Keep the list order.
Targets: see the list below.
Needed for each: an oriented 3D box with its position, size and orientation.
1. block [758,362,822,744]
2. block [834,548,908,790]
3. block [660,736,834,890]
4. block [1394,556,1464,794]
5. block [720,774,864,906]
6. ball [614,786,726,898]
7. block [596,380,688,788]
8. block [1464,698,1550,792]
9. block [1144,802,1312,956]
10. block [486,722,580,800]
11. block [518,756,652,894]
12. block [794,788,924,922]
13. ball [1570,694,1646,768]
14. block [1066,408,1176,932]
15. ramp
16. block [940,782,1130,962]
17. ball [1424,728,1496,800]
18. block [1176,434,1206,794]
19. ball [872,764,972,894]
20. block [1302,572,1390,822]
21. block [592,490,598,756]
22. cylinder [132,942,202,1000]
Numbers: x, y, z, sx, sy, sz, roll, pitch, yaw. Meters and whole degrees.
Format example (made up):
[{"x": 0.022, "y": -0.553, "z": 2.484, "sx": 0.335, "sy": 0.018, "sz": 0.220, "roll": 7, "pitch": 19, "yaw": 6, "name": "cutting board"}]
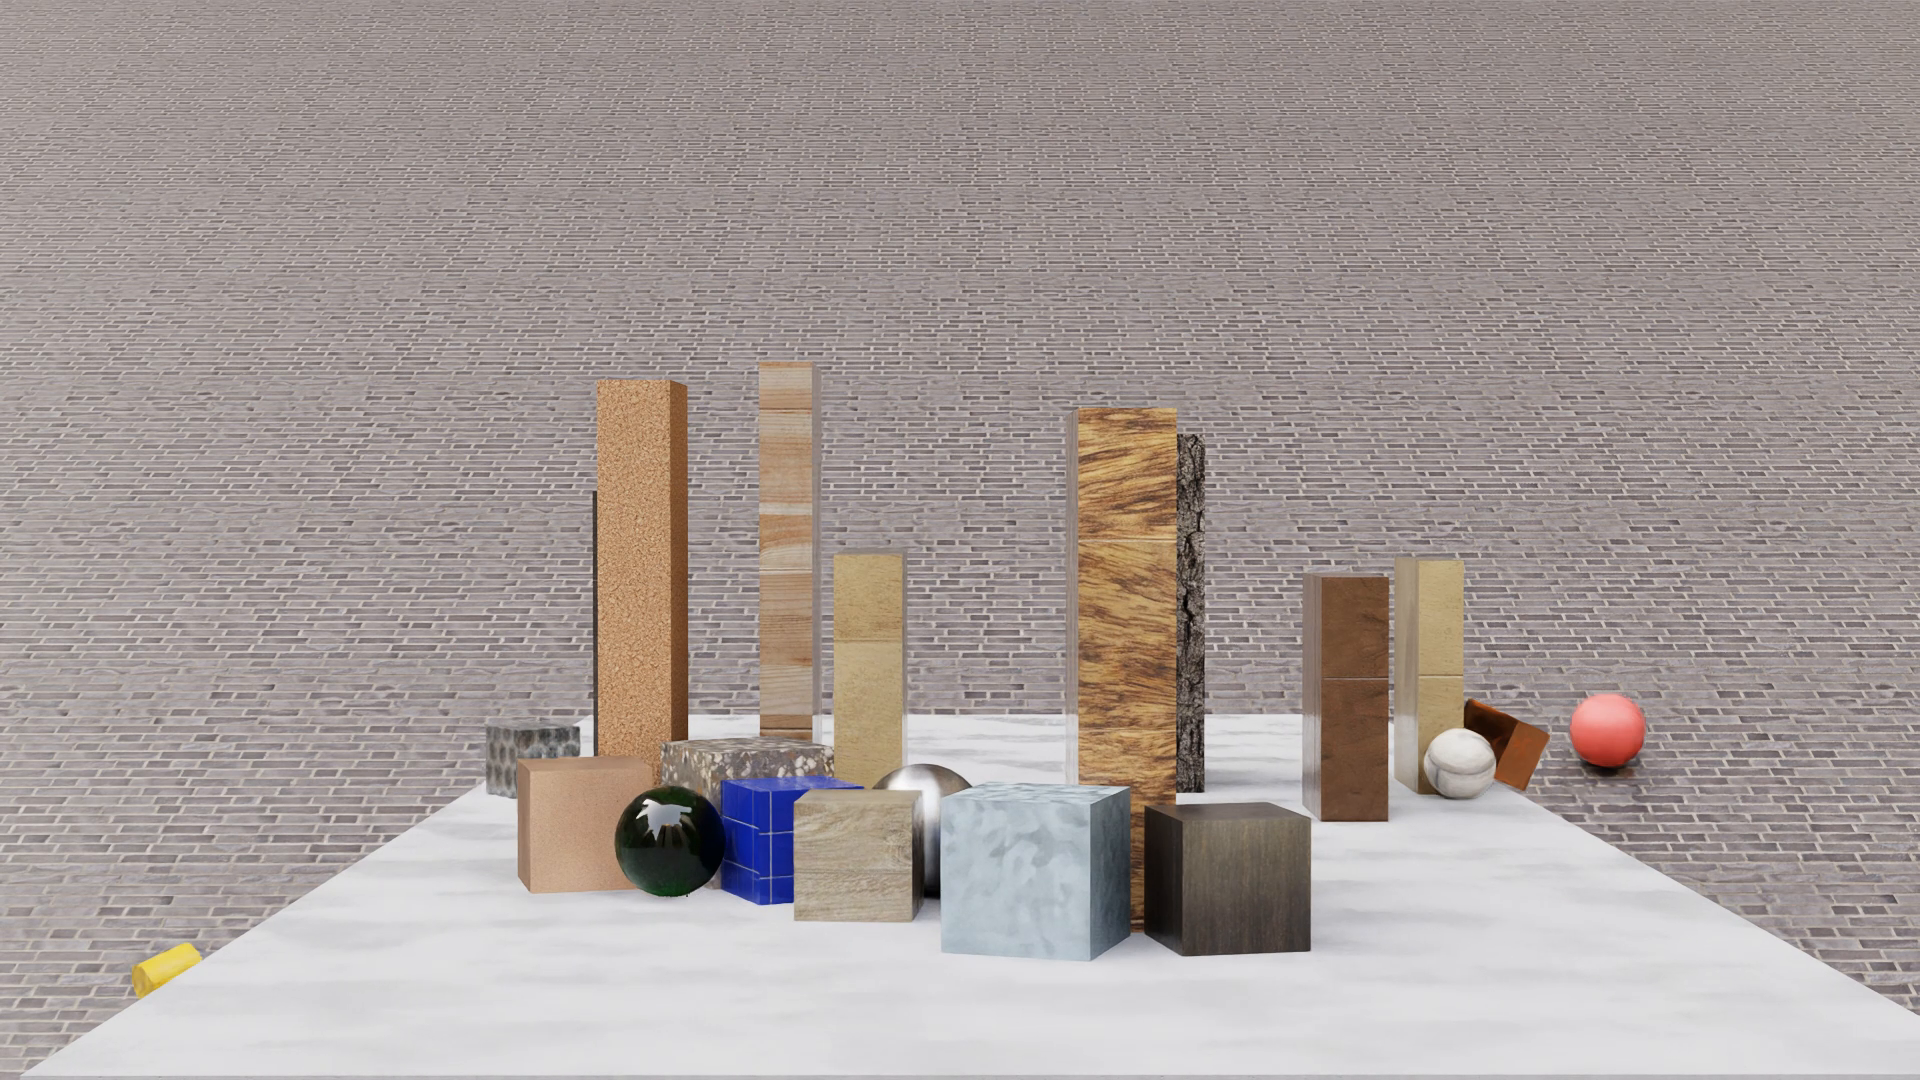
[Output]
[{"x": -0.272, "y": 0.108, "z": 4.173, "sx": 0.083, "sy": 0.780, "sz": 0.282, "roll": 0, "pitch": 1, "yaw": 0, "name": "block"}, {"x": -0.136, "y": 0.260, "z": 3.998, "sx": 0.101, "sy": 0.485, "sz": 0.395, "roll": 0, "pitch": 1, "yaw": 0, "name": "block"}, {"x": -0.320, "y": 0.406, "z": 3.877, "sx": 0.198, "sy": 0.198, "sz": 0.198, "roll": -1, "pitch": 1, "yaw": -28, "name": "block"}, {"x": 0.909, "y": 0.258, "z": 5.016, "sx": 0.084, "sy": 0.443, "sz": 0.273, "roll": 0, "pitch": 1, "yaw": 0, "name": "block"}, {"x": -0.242, "y": 0.429, "z": 3.712, "sx": 0.159, "sy": 0.159, "sz": 0.159, "roll": -1, "pitch": 1, "yaw": -25, "name": "block"}, {"x": -0.414, "y": 0.430, "z": 3.685, "sx": 0.159, "sy": 0.159, "sz": 0.159, "roll": 0, "pitch": 26, "yaw": 0, "name": "ball"}, {"x": -0.495, "y": 0.128, "z": 4.047, "sx": 0.111, "sy": 0.747, "sz": 0.254, "roll": 0, "pitch": 1, "yaw": 0, "name": "block"}, {"x": 1.108, "y": 0.423, "z": 5.327, "sx": 0.130, "sy": 0.130, "sz": 0.130, "roll": 23, "pitch": 1, "yaw": -45, "name": "block"}, {"x": 0.342, "y": 0.433, "z": 3.314, "sx": 0.169, "sy": 0.169, "sz": 0.169, "roll": 0, "pitch": 1, "yaw": -12, "name": "block"}, {"x": -0.810, "y": 0.418, "z": 4.901, "sx": 0.130, "sy": 0.130, "sz": 0.130, "roll": -1, "pitch": 2, "yaw": -37, "name": "block"}, {"x": -0.556, "y": 0.418, "z": 3.817, "sx": 0.176, "sy": 0.176, "sz": 0.176, "roll": 0, "pitch": 1, "yaw": -16, "name": "block"}, {"x": -0.137, "y": 0.432, "z": 3.549, "sx": 0.160, "sy": 0.160, "sz": 0.160, "roll": 0, "pitch": 1, "yaw": 5, "name": "block"}, {"x": 1.631, "y": 0.480, "z": 6.500, "sx": 0.185, "sy": 0.185, "sz": 0.185, "roll": 0, "pitch": 26, "yaw": 0, "name": "ball"}, {"x": 0.219, "y": 0.167, "z": 3.578, "sx": 0.128, "sy": 0.689, "sz": 0.393, "roll": 0, "pitch": 1, "yaw": 0, "name": "block"}, {"x": 0.060, "y": 0.539, "z": 4.575, "sx": 2.000, "sy": 0.100, "sz": 4.000, "roll": 0, "pitch": 1, "yaw": 0, "name": "ramp"}, {"x": 0.099, "y": 0.420, "z": 3.303, "sx": 0.195, "sy": 0.195, "sz": 0.195, "roll": 0, "pitch": 1, "yaw": 19, "name": "block"}, {"x": 0.933, "y": 0.418, "z": 4.815, "sx": 0.132, "sy": 0.132, "sz": 0.132, "roll": 0, "pitch": 26, "yaw": 0, "name": "ball"}, {"x": 0.417, "y": 0.136, "z": 5.103, "sx": 0.096, "sy": 0.683, "sz": 0.399, "roll": 0, "pitch": 1, "yaw": 0, "name": "block"}, {"x": -0.053, "y": 0.415, "z": 3.716, "sx": 0.187, "sy": 0.187, "sz": 0.187, "roll": 0, "pitch": 26, "yaw": 0, "name": "ball"}, {"x": 0.687, "y": 0.275, "z": 4.610, "sx": 0.118, "sy": 0.426, "sz": 0.244, "roll": 0, "pitch": 1, "yaw": 0, "name": "block"}, {"x": -0.694, "y": 0.181, "z": 5.568, "sx": 0.142, "sy": 0.574, "sz": 0.389, "roll": 0, "pitch": 1, "yaw": 0, "name": "block"}, {"x": -1.717, "y": 0.955, "z": 5.611, "sx": 0.120, "sy": 0.120, "sz": 0.120, "roll": -24, "pitch": 35, "yaw": -39, "name": "cylinder"}]
